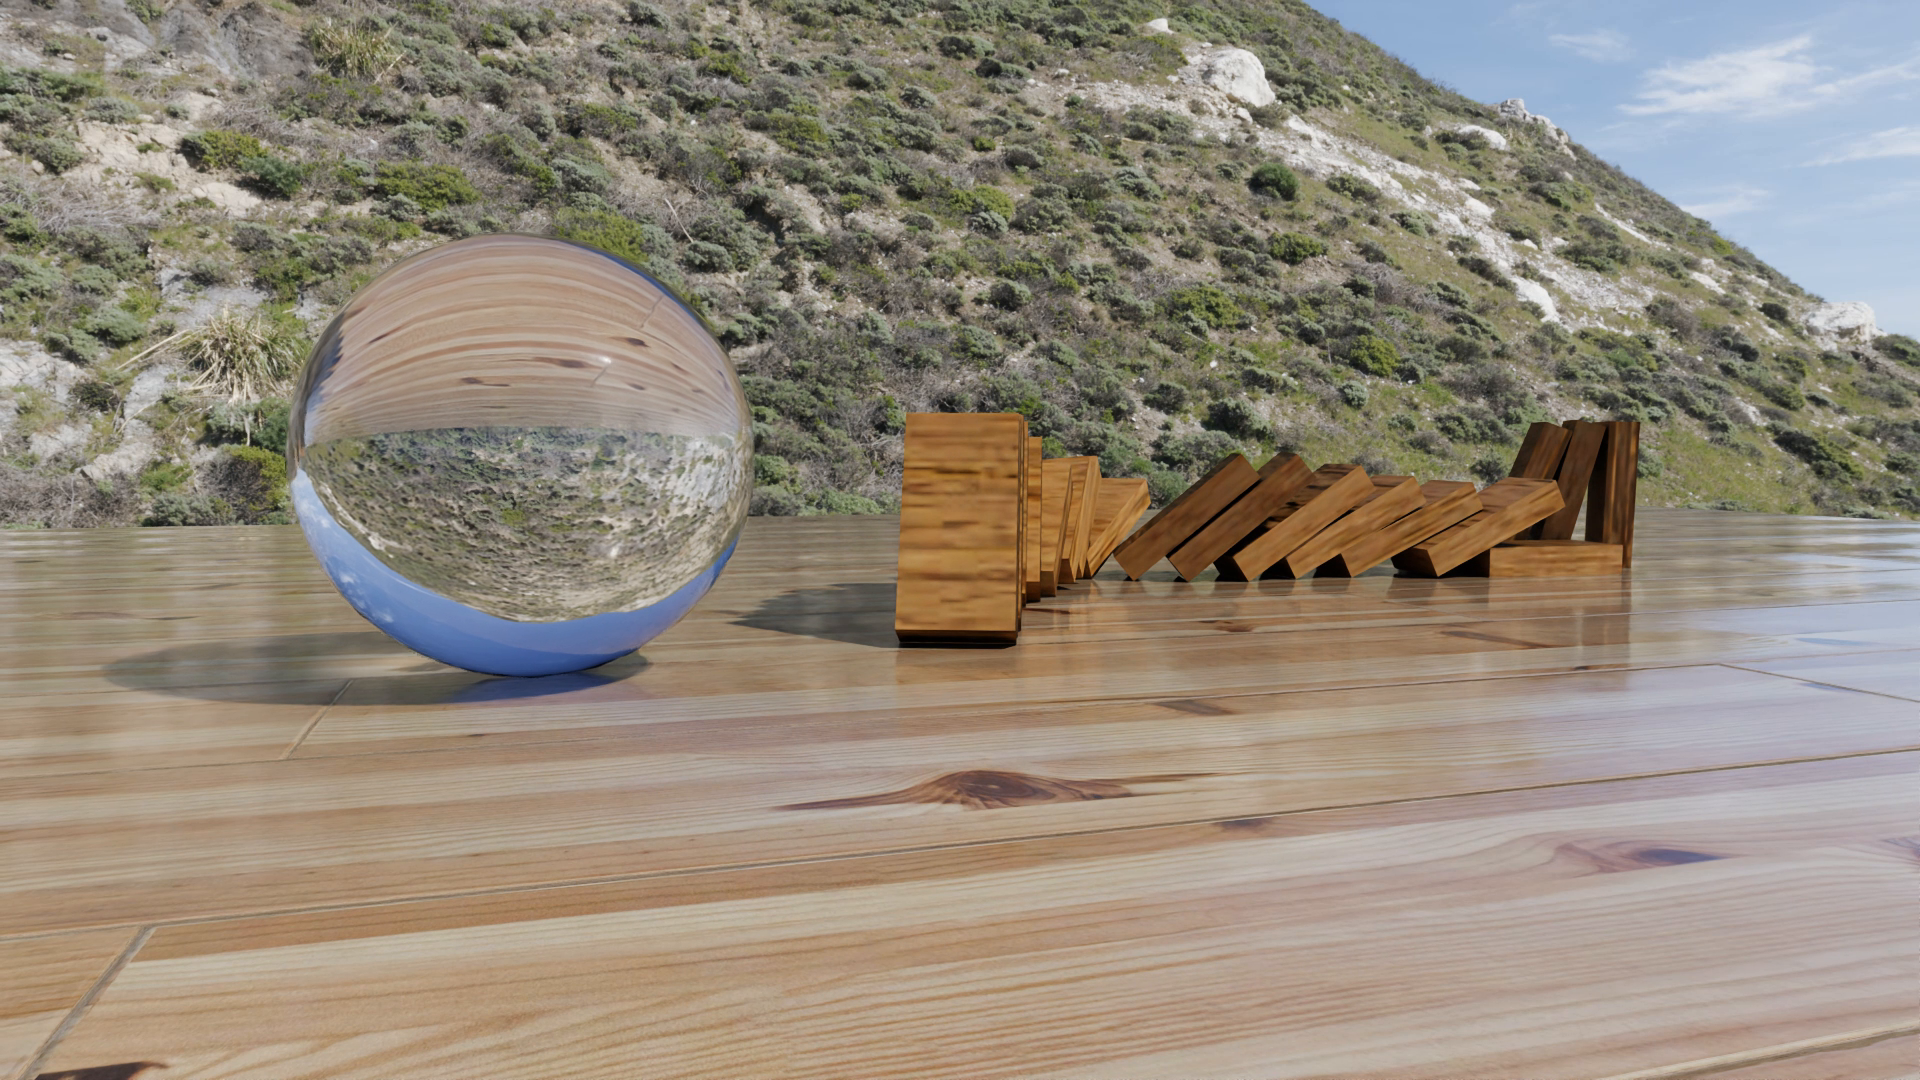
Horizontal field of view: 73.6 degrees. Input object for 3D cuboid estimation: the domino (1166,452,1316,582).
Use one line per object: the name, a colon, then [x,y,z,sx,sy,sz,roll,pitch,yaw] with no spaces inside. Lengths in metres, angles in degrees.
domino: [0.087,-0.008,0.404,0.050,0.010,0.025,-40,3,6]

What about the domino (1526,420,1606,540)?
domino: [0.214,-0.017,0.455,0.010,0.050,0.025,16,8,13]

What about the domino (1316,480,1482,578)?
domino: [0.143,-0.004,0.422,0.050,0.010,0.025,-27,8,-7]

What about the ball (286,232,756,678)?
ball: [-0.078,-0.015,0.234,0.080,0.080,0.080,0,4,0]

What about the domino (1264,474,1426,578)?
domino: [0.123,-0.005,0.417,0.050,0.010,0.025,-29,9,-7]

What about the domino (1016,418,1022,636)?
domino: [0.001,-0.004,0.289,0.025,0.050,0.010,1,-21,4]

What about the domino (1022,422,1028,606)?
domino: [0.005,-0.007,0.343,0.025,0.050,0.010,0,-24,4]

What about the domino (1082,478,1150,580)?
domino: [0.042,-0.005,0.426,0.025,0.009,0.050,3,31,32]

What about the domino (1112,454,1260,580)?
domino: [0.071,-0.008,0.407,0.050,0.010,0.025,-40,0,7]

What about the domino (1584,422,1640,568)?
domino: [0.229,-0.016,0.451,0.010,0.050,0.025,2,5,13]

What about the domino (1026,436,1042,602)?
domino: [0.010,-0.007,0.358,0.025,0.050,0.010,0,-36,5]

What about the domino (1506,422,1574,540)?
domino: [0.202,-0.017,0.459,0.010,0.050,0.025,22,9,11]

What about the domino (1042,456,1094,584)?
domino: [0.025,-0.006,0.394,0.025,0.010,0.050,-3,39,17]

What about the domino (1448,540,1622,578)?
domino: [0.190,0.006,0.426,0.050,0.010,0.025,-1,4,-14]

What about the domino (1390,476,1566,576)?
domino: [0.168,-0.005,0.420,0.050,0.010,0.025,-27,10,-9]

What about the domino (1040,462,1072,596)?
domino: [0.018,-0.004,0.376,0.025,0.010,0.050,1,40,11]

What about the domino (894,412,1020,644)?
domino: [0.000,-0.003,0.279,0.025,0.050,0.009,0,-21,4]

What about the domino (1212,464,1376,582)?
domino: [0.105,-0.006,0.409,0.050,0.010,0.025,-35,9,-5]

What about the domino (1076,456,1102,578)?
domino: [0.029,-0.008,0.410,0.025,0.010,0.050,-3,39,18]

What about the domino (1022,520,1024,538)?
domino: [0.004,-0.007,0.331,0.025,0.050,0.010,0,-21,4]

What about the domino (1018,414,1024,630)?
domino: [0.002,-0.005,0.300,0.025,0.050,0.010,0,-21,4]
